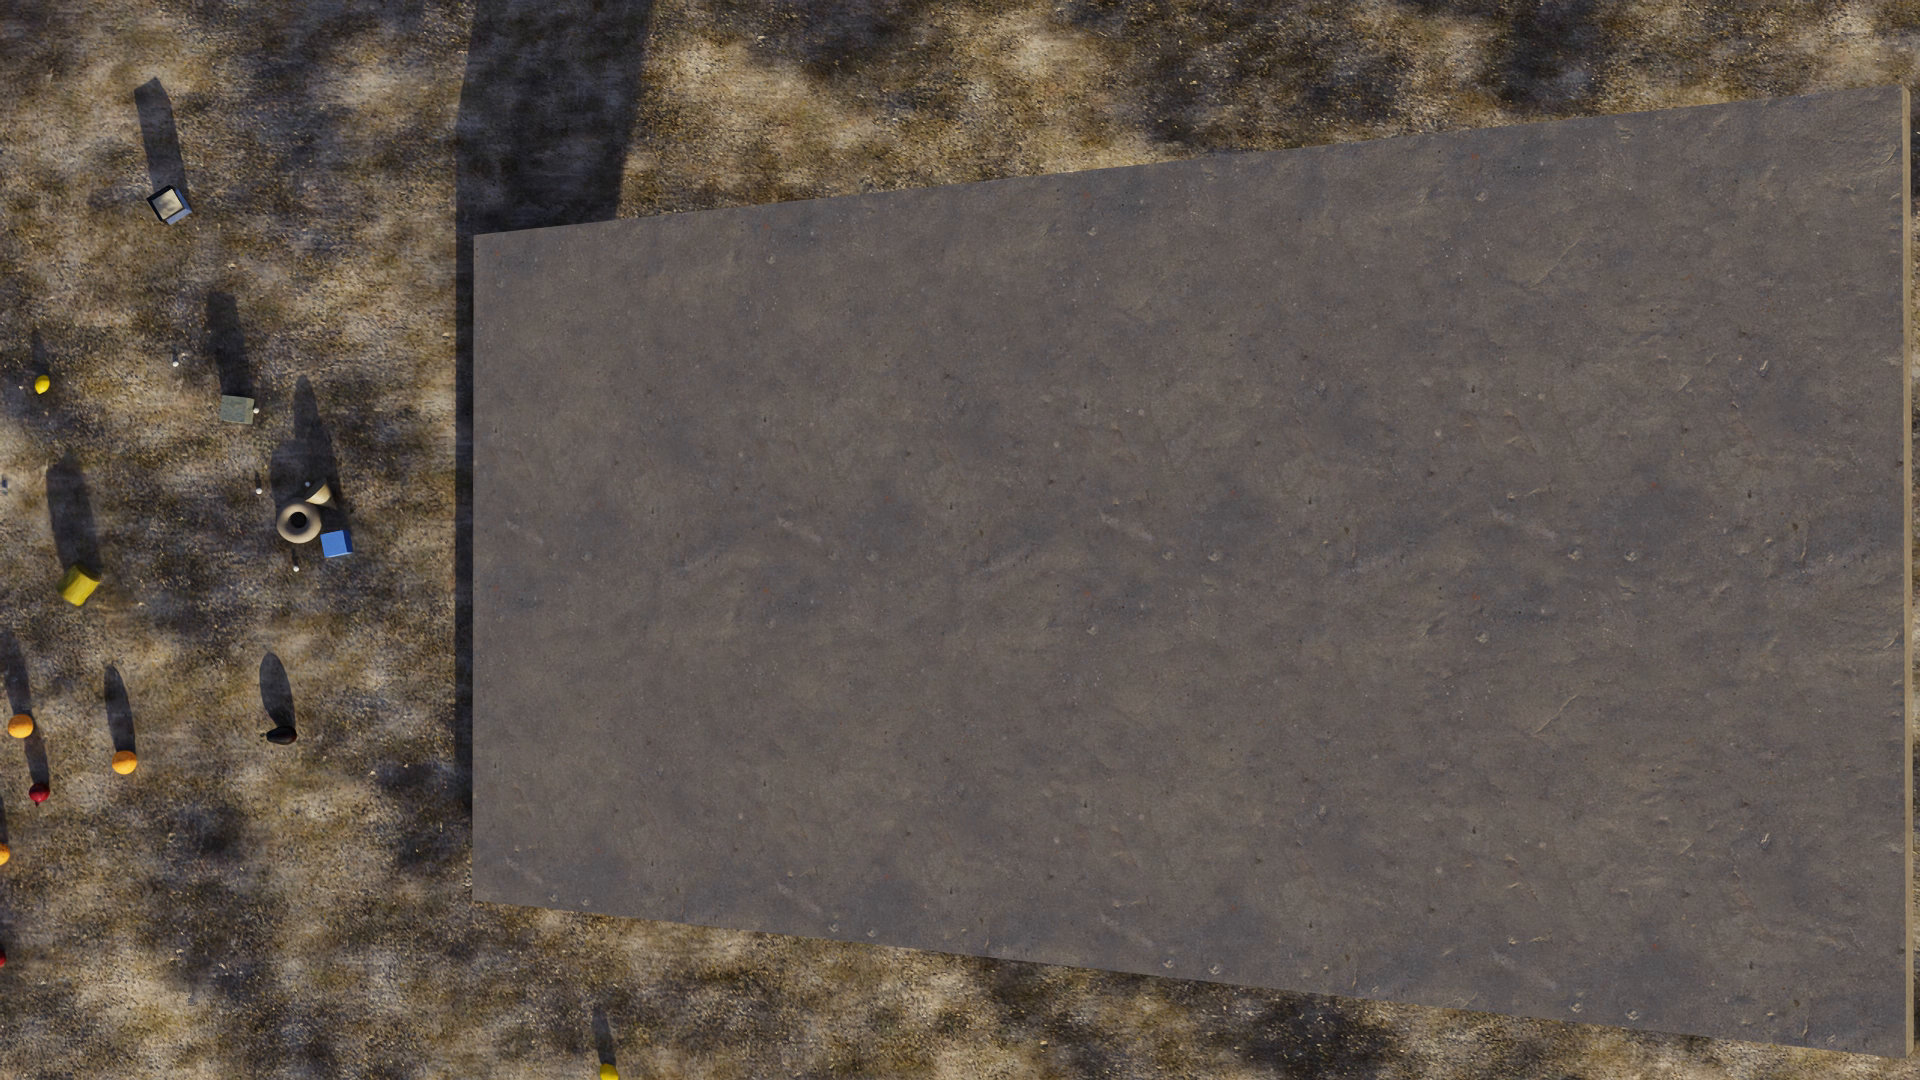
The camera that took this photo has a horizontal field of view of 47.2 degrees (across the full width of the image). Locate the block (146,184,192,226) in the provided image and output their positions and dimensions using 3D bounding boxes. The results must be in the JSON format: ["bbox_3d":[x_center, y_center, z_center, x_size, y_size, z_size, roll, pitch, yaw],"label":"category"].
[{"bbox_3d":[-2.398,-1.016,6.669,0.081,0.081,0.081,-31,90,0],"label":"block"}]

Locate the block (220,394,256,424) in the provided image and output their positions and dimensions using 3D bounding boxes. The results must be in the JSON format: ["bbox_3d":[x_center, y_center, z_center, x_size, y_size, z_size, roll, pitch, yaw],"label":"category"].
[{"bbox_3d":[-2.191,-0.395,6.666,0.076,0.076,0.076,7,89,0],"label":"block"}]

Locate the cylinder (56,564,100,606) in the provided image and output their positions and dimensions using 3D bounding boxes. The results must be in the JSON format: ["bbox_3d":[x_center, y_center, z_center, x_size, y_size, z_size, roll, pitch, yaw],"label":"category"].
[{"bbox_3d":[-2.669,0.135,6.654,0.091,0.091,0.091,40,90,0],"label":"cylinder"}]

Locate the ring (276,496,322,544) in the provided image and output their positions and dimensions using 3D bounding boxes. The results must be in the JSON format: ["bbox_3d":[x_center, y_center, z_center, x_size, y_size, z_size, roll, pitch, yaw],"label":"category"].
[{"bbox_3d":[-2.007,-0.061,6.678,0.142,0.047,0.142,0,89,1],"label":"ring"}]

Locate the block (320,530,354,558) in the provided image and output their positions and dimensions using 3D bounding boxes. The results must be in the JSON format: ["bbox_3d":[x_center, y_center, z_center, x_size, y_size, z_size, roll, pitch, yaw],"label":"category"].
[{"bbox_3d":[-1.889,0.011,6.666,0.069,0.069,0.069,-12,89,0],"label":"block"}]

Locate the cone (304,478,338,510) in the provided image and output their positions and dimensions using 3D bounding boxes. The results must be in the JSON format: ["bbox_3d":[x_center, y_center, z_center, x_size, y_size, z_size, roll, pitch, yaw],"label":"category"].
[{"bbox_3d":[-1.924,-0.122,6.680,0.096,0.096,0.096,-43,116,0],"label":"cone"}]

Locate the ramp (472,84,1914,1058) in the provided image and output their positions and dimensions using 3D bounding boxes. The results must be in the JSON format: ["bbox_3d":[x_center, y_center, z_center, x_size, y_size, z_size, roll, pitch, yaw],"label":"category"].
[{"bbox_3d":[0.263,0.072,5.606,4.000,0.100,2.000,0,89,32],"label":"ramp"}]
